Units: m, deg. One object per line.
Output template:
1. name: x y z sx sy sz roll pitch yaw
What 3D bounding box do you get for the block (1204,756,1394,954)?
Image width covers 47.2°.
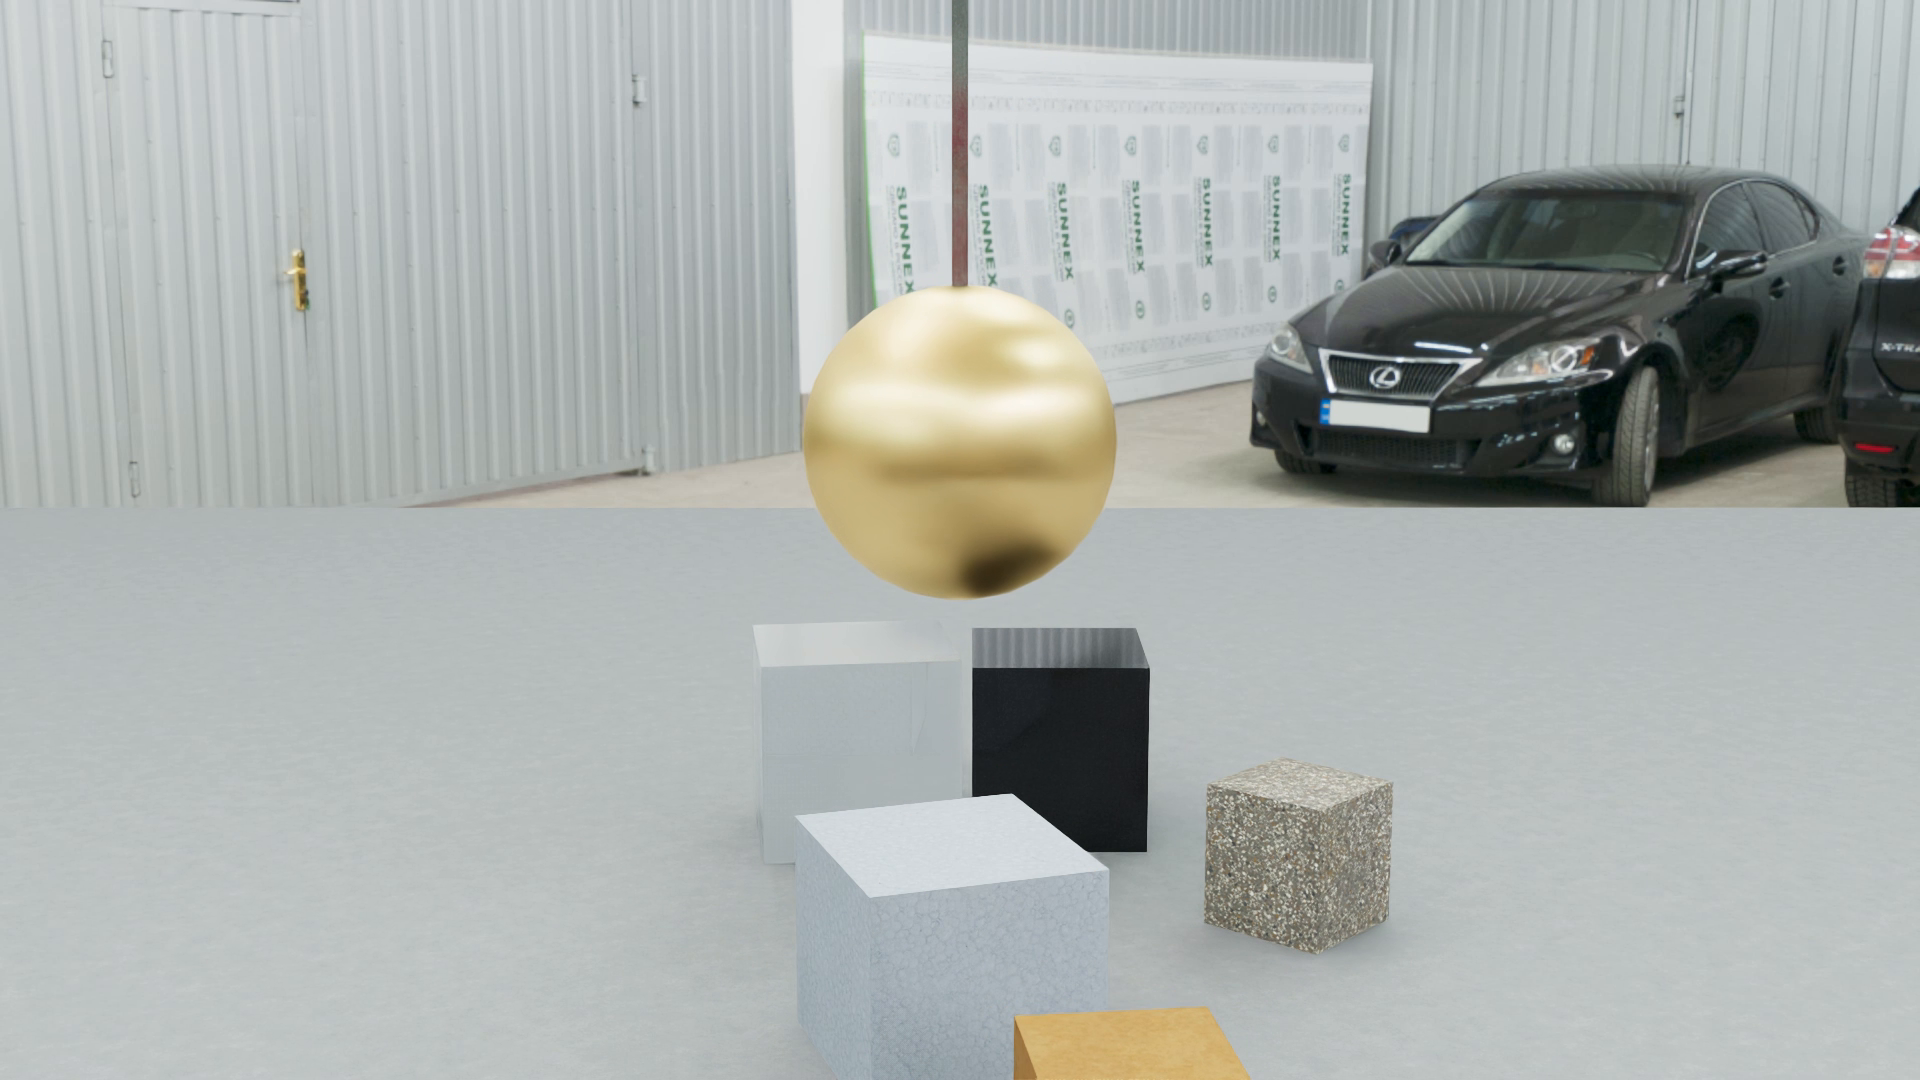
1. block: 1.533 1.414 9.960 0.603 0.653 0.597 9 14 41

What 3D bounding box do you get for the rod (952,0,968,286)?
1. rod: 0.000 -3.829 10.521 0.080 5.200 0.080 0 11 0

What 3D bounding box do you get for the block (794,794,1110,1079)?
1. block: -0.054 1.577 8.478 0.920 0.863 1.014 -4 11 -19

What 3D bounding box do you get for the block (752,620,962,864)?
1. block: -0.540 1.007 11.246 0.984 0.995 0.942 -1 10 -8

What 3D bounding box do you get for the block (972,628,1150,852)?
1. block: 0.499 1.014 11.347 0.873 0.945 0.905 0 10 0

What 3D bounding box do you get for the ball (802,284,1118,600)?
1. ball: 0.000 -0.493 11.177 1.600 1.600 1.600 0 10 0

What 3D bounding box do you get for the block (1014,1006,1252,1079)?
1. block: 0.543 1.949 6.951 0.646 0.678 0.724 -1 10 -7
